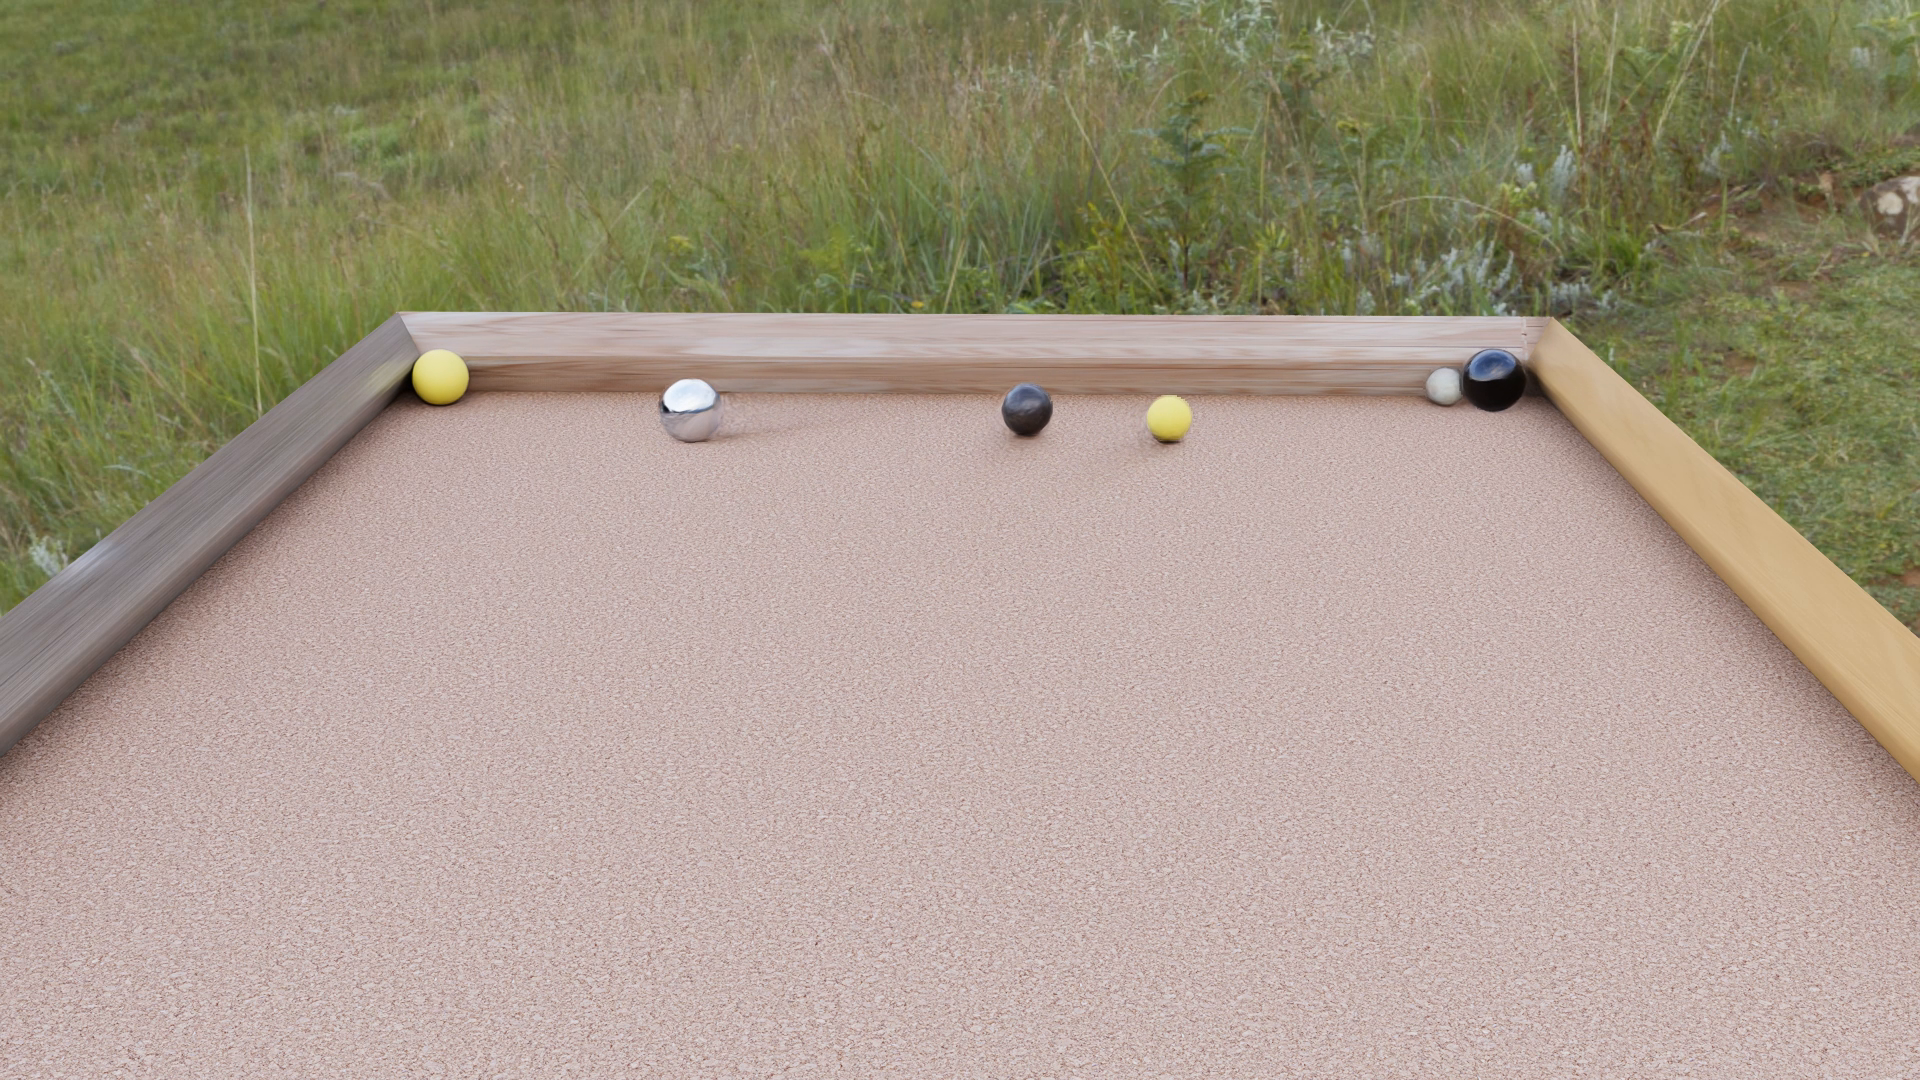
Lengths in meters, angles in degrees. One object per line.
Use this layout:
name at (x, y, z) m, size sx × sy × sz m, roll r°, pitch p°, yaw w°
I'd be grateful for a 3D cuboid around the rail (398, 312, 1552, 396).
rail at (0.019, -0.290, 3.490) m, size 1.838 × 0.128 × 0.045 m, roll 0°, pitch 18°, yaw 1°

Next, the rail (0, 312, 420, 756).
rail at (-0.914, 0.241, 1.819) m, size 0.045 × 0.128 × 3.594 m, roll 0°, pitch 18°, yaw 1°

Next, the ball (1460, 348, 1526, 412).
ball at (0.827, -0.248, 3.409) m, size 0.098 × 0.098 × 0.098 m, roll 0°, pitch 18°, yaw 0°

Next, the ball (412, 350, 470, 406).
ball at (-0.815, -0.256, 3.451) m, size 0.088 × 0.088 × 0.088 m, roll 0°, pitch 18°, yaw 0°

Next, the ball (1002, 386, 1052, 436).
ball at (0.099, -0.193, 3.276) m, size 0.075 × 0.075 × 0.075 m, roll 0°, pitch 18°, yaw 0°

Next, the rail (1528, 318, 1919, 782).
rail at (0.876, 0.253, 1.783) m, size 0.045 × 0.128 × 3.594 m, roll 0°, pitch 18°, yaw 1°

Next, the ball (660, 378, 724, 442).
ball at (-0.396, -0.192, 3.243) m, size 0.093 × 0.093 × 0.093 m, roll 0°, pitch 18°, yaw 0°

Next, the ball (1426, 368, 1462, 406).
ball at (0.760, -0.240, 3.450) m, size 0.059 × 0.059 × 0.059 m, roll 0°, pitch 18°, yaw 0°

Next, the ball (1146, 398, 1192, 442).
ball at (0.308, -0.177, 3.241) m, size 0.066 × 0.066 × 0.066 m, roll 0°, pitch 18°, yaw 0°
